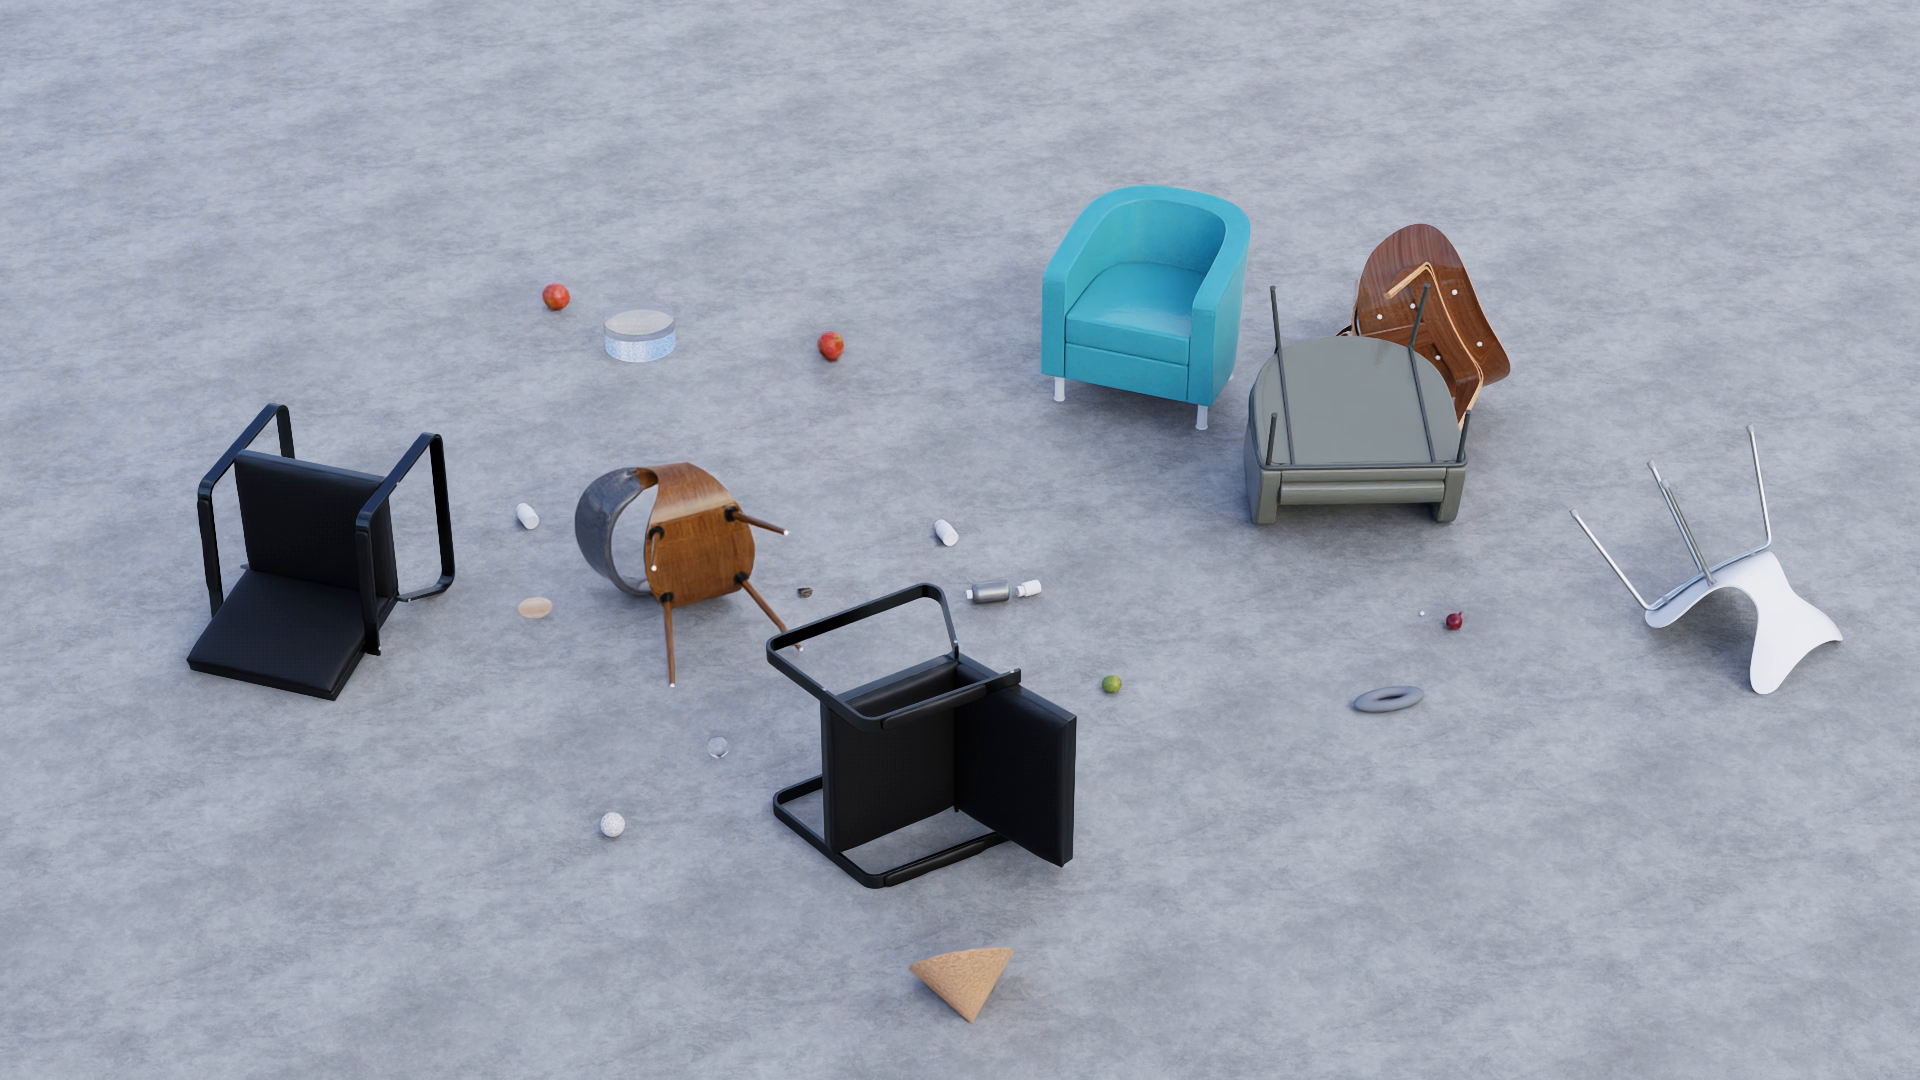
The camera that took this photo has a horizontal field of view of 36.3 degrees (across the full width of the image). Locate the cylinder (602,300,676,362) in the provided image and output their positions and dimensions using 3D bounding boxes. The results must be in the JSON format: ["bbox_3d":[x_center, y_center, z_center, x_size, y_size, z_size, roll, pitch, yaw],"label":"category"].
[{"bbox_3d":[-1.326,-0.867,12.142,0.295,0.129,0.300,11,35,17],"label":"cylinder"}]

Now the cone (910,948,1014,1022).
[{"bbox_3d":[0.021,1.352,8.781,0.325,0.308,0.196,-16,72,20],"label":"cone"}]

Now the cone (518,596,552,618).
[{"bbox_3d":[-1.526,0.245,10.545,0.122,0.077,0.047,-7,-6,-4],"label":"cone"}]

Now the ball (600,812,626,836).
[{"bbox_3d":[-1.123,0.920,9.476,0.080,0.080,0.080,0,33,0],"label":"ball"}]

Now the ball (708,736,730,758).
[{"bbox_3d":[-0.809,0.693,9.825,0.075,0.075,0.075,0,33,0],"label":"ball"}]

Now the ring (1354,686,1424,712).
[{"bbox_3d":[1.475,0.546,10.080,0.264,0.039,0.108,-9,35,-15],"label":"ring"}]
